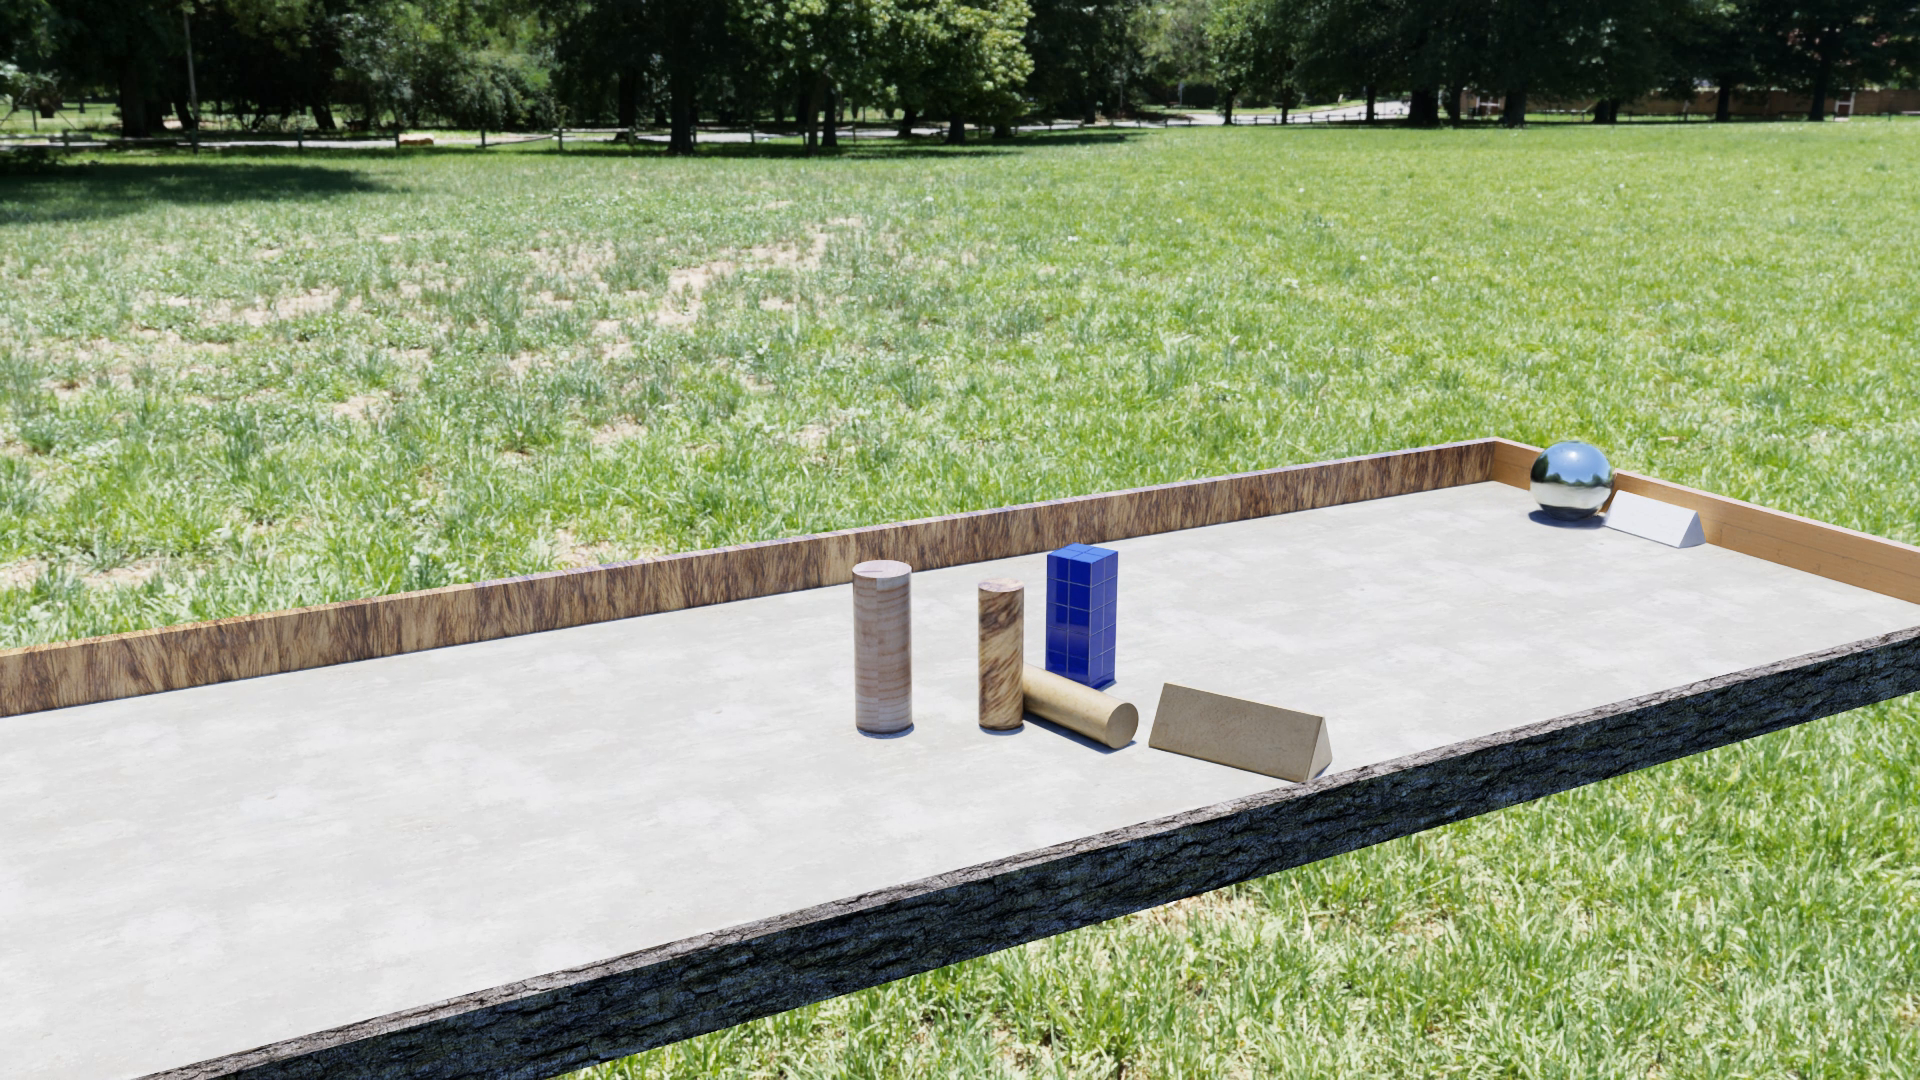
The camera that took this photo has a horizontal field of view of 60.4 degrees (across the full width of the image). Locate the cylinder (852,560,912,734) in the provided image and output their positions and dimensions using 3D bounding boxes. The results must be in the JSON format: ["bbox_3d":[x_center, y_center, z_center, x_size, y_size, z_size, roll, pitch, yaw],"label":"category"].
[{"bbox_3d":[-0.179,0.249,3.833,0.135,0.381,0.135,0,16,0],"label":"cylinder"}]

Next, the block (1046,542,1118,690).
[{"bbox_3d":[0.302,0.193,4.100,0.128,0.337,0.128,12,20,34],"label":"block"}]

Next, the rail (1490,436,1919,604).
[{"bbox_3d":[2.466,-0.048,5.253,0.050,0.150,2.100,-9,18,-27],"label":"rail"}]

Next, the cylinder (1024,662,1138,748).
[{"bbox_3d":[0.226,0.374,3.888,0.109,0.109,0.431,-14,21,-39],"label":"cylinder"}]

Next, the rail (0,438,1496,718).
[{"bbox_3d":[-3.305,0.497,3.399,12.000,0.150,0.050,-9,18,-27],"label":"rail"}]

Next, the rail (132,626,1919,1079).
[{"bbox_3d":[-2.336,1.006,1.665,12.000,0.150,0.050,-9,18,-27],"label":"rail"}]

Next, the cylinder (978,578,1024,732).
[{"bbox_3d":[0.095,0.266,3.841,0.107,0.342,0.107,0,17,0],"label":"cylinder"}]

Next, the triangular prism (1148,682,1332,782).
[{"bbox_3d":[0.629,0.416,3.695,0.381,0.131,0.151,10,19,31],"label":"triangular prism"}]

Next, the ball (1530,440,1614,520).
[{"bbox_3d":[2.065,-0.202,5.567,0.269,0.269,0.269,0,16,0],"label":"ball"}]

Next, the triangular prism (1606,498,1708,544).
[{"bbox_3d":[2.269,-0.074,5.399,0.130,0.113,0.306,-25,18,-28],"label":"triangular prism"}]
